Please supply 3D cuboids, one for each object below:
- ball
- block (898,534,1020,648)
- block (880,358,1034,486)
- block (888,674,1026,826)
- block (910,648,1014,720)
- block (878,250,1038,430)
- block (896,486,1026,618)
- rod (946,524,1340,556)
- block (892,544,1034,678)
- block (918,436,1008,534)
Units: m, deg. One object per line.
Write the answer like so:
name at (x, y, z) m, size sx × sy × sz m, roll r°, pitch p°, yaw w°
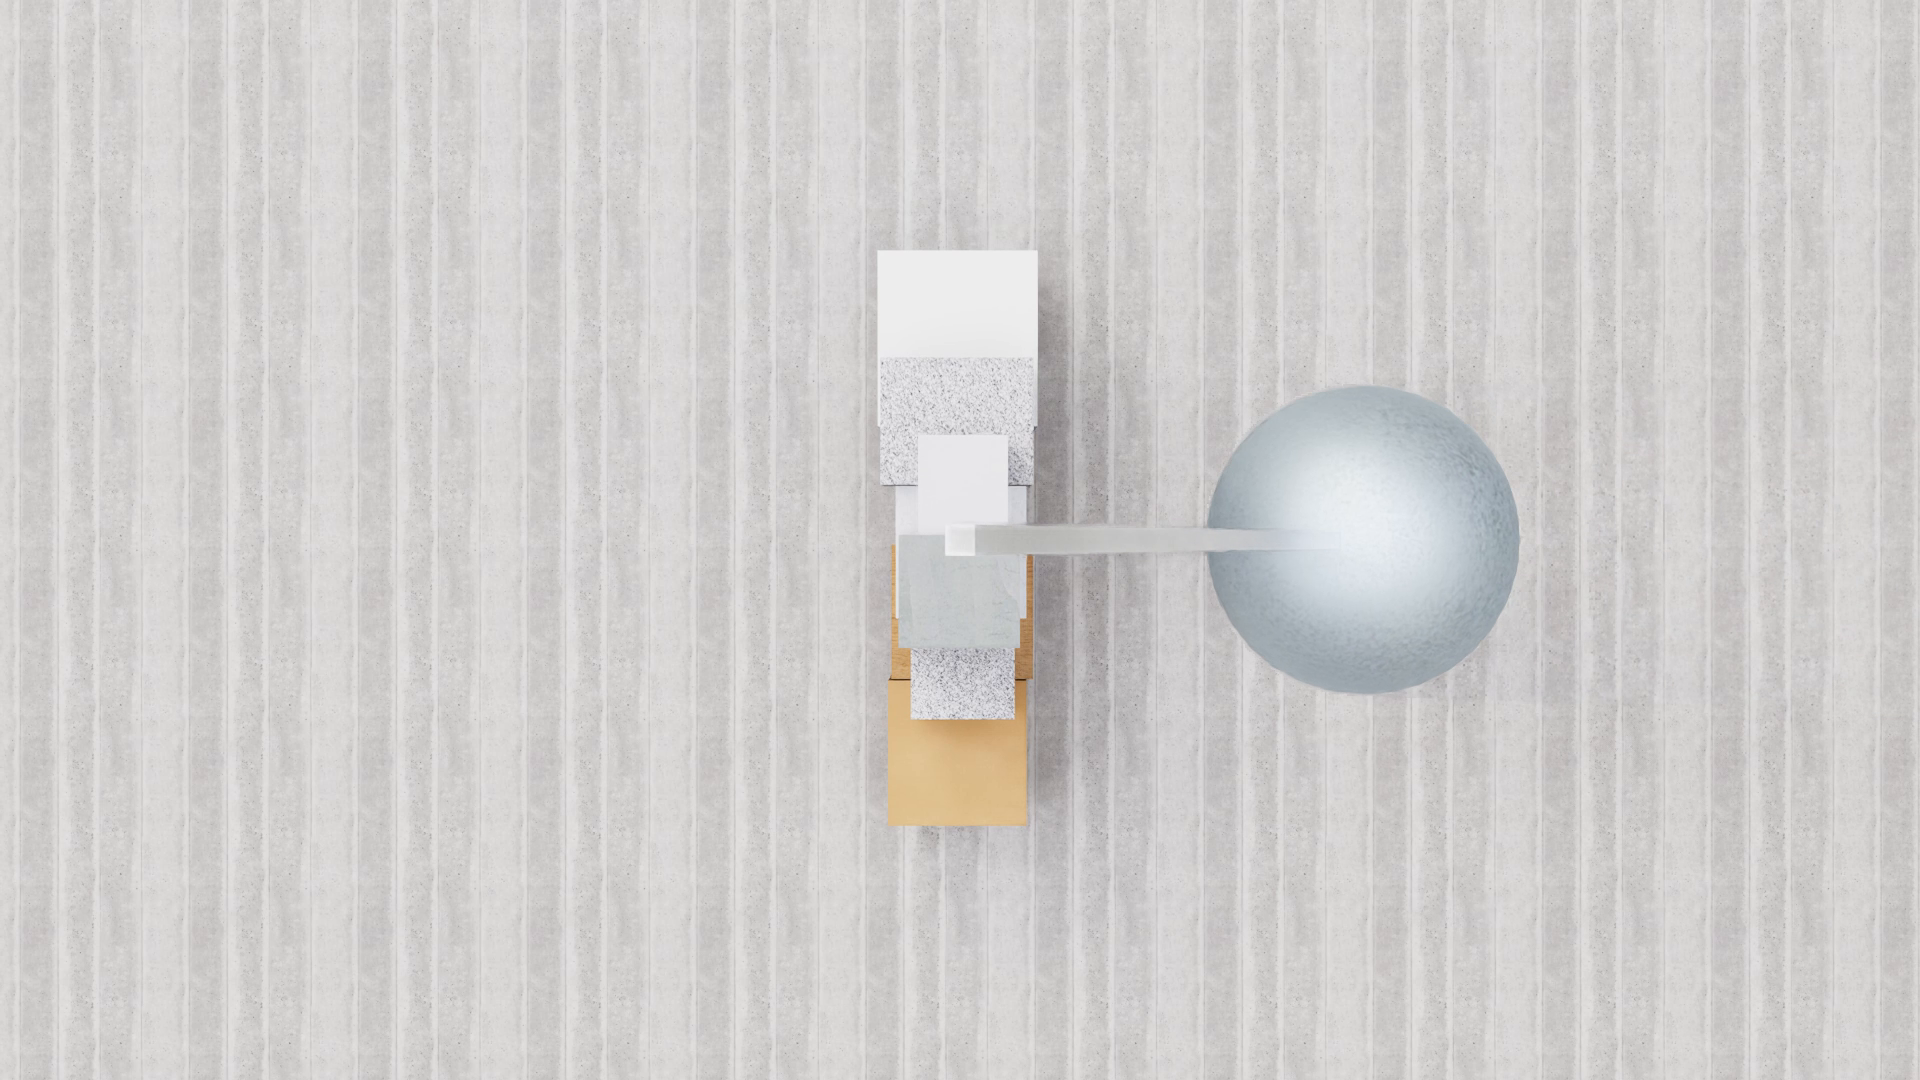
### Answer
ball at (2.074, 0.000, 11.362) m, size 1.600 × 1.600 × 1.600 m, roll 0°, pitch 90°, yaw 0°
block at (-0.004, 0.254, 11.196) m, size 0.601 × 0.617 × 0.560 m, roll 0°, pitch 90°, yaw 0°
block at (-0.016, -0.620, 11.721) m, size 0.794 × 0.632 × 0.661 m, roll 0°, pitch 91°, yaw 0°
block at (-0.015, 1.183, 12.601) m, size 0.769 × 0.798 × 0.805 m, roll 0°, pitch 90°, yaw 0°
block at (0.015, 0.687, 11.945) m, size 0.552 × 0.491 × 0.533 m, roll 0°, pitch 90°, yaw 0°
block at (-0.013, -1.104, 12.519) m, size 0.875 × 0.962 × 0.962 m, roll 0°, pitch 90°, yaw 0°
block at (0.005, 0.064, 11.848) m, size 0.683 × 0.686 × 0.693 m, roll 0°, pitch 90°, yaw 0°
rod at (0.899, 0.000, 8.172) m, size 0.080 × 5.200 × 0.080 m, roll 0°, pitch 90°, yaw 20°
block at (0.012, 0.398, 12.595) m, size 0.786 × 0.809 × 0.744 m, roll 0°, pitch 90°, yaw 0°
block at (0.015, -0.277, 11.200) m, size 0.449 × 0.417 × 0.499 m, roll 0°, pitch 91°, yaw 0°
